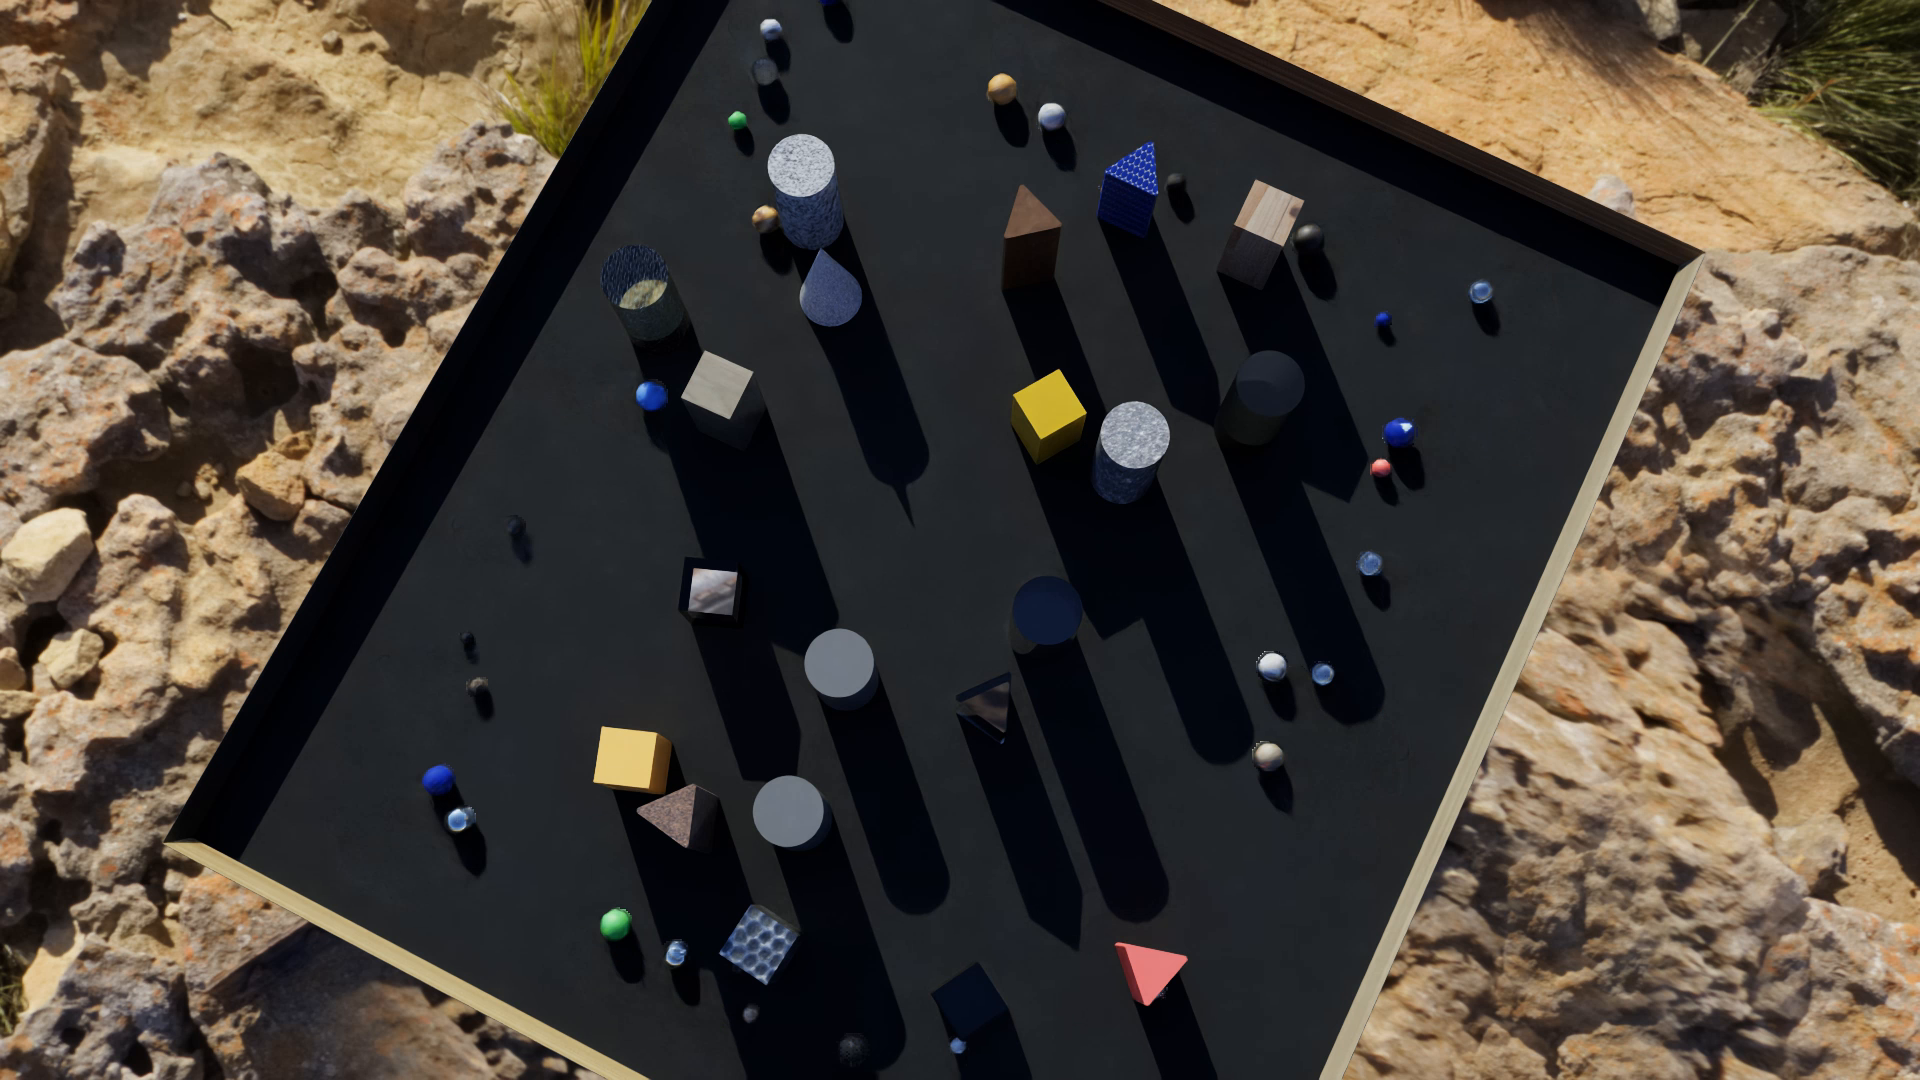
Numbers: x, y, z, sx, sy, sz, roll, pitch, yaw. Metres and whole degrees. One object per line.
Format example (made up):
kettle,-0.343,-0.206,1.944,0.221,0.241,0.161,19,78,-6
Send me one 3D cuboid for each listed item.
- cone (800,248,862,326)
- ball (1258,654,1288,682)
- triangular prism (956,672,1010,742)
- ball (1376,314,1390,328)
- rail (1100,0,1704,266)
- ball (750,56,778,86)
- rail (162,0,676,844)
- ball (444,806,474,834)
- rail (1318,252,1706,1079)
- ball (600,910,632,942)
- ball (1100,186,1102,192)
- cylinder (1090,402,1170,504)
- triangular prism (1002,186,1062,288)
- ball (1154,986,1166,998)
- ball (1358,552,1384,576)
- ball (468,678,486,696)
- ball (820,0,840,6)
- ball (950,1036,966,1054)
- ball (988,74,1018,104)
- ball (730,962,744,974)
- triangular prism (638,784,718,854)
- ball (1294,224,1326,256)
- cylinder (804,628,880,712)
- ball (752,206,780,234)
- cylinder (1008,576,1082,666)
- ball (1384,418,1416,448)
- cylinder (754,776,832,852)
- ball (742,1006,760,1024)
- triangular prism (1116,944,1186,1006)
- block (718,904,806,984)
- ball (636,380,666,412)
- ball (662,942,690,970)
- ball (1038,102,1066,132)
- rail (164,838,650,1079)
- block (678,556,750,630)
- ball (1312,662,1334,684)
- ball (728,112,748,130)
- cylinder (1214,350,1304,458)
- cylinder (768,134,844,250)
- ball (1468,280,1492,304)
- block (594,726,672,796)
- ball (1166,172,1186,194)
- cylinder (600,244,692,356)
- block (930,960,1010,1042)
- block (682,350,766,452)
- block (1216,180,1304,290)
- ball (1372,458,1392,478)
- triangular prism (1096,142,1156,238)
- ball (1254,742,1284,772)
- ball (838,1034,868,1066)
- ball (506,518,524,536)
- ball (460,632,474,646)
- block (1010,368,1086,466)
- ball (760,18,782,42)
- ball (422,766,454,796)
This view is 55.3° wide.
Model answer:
cone,-0.407,-0.811,5.565,0.197,0.430,0.197,0,78,0
ball,0.938,0.381,5.494,0.085,0.085,0.085,0,78,0
triangular prism,0.100,0.468,5.344,0.171,0.344,0.148,35,80,7
ball,1.324,-0.688,5.737,0.043,0.043,0.043,0,78,0
rail,0.813,-1.586,5.878,3.325,0.128,0.045,26,80,5
ball,-0.627,-1.506,5.883,0.089,0.089,0.089,0,78,0
rail,-1.466,-0.711,5.697,0.045,0.128,3.684,26,80,5
ball,-1.477,0.827,5.402,0.085,0.085,0.085,0,78,0
rail,1.466,0.724,5.400,0.045,0.128,3.684,26,80,5
ball,-1.004,1.124,5.338,0.090,0.090,0.090,0,78,0
ball,0.476,-1.108,5.813,0.063,0.063,0.063,0,78,0
cylinder,0.498,-0.253,5.437,0.197,0.454,0.197,0,78,0
triangular prism,0.197,-0.926,5.579,0.171,0.448,0.148,-13,79,-3
ball,0.574,1.307,5.321,0.049,0.049,0.049,0,78,0
ball,1.246,0.073,5.563,0.074,0.074,0.074,0,78,0
ball,-1.447,0.441,5.498,0.053,0.053,0.053,0,78,0
ball,-0.422,-1.774,5.941,0.085,0.085,0.085,0,78,0
ball,-0.005,1.453,5.273,0.047,0.047,0.047,0,78,0
ball,0.136,-1.442,5.866,0.096,0.096,0.096,0,78,0
ball,-0.646,1.240,5.331,0.046,0.046,0.046,0,78,0
triangular prism,-0.765,0.772,5.213,0.171,0.477,0.148,35,80,7
ball,1.097,-0.943,5.761,0.099,0.099,0.099,0,78,0
cylinder,-0.343,0.383,5.363,0.197,0.342,0.197,0,78,0
ball,-0.611,-1.009,5.778,0.088,0.088,0.088,0,78,0
cylinder,0.246,0.240,5.346,0.197,0.432,0.197,0,78,0
ball,1.353,-0.330,5.637,0.093,0.093,0.093,0,78,0
cylinder,-0.478,0.790,5.271,0.197,0.356,0.197,0,78,0
ball,-0.606,1.374,5.306,0.052,0.052,0.052,0,78,0
triangular prism,0.511,1.196,5.194,0.148,0.342,0.171,41,81,8
block,-0.558,1.151,5.220,0.158,0.311,0.158,32,80,6
ball,-0.955,-0.445,5.661,0.094,0.094,0.094,0,78,0
ball,-0.824,1.208,5.327,0.078,0.078,0.078,0,78,0
ball,0.293,-1.350,5.850,0.090,0.090,0.090,0,78,0
rail,-0.813,1.599,5.219,3.325,0.128,0.045,26,80,5
block,-0.730,0.160,5.447,0.158,0.267,0.158,6,78,1
ball,1.089,0.401,5.499,0.067,0.067,0.067,0,78,0
ball,-0.711,-1.340,5.864,0.058,0.058,0.058,0,78,0
cylinder,0.886,-0.399,5.459,0.197,0.470,0.197,0,78,0
cylinder,-0.468,-1.060,5.613,0.197,0.437,0.197,0,78,0
ball,1.631,-0.777,5.741,0.072,0.072,0.072,0,78,0
block,-0.948,0.645,5.334,0.158,0.291,0.158,6,78,1
ball,0.685,-1.132,5.817,0.067,0.067,0.067,0,78,0
cylinder,-0.943,-0.716,5.532,0.197,0.456,0.197,0,78,0
block,0.028,1.304,5.196,0.158,0.296,0.158,-33,80,-6
block,-0.706,-0.413,5.511,0.158,0.375,0.158,24,79,5
block,0.915,-0.928,5.609,0.158,0.390,0.158,25,79,5
ball,1.295,-0.220,5.632,0.060,0.060,0.060,0,78,0
triangular prism,0.544,-1.095,5.662,0.171,0.356,0.148,26,80,5
ball,0.918,0.645,5.439,0.086,0.086,0.086,0,78,0
ball,-0.308,1.468,5.268,0.088,0.088,0.088,0,78,0
ball,-1.359,-0.039,5.596,0.057,0.057,0.057,0,78,0
ball,-1.487,0.298,5.534,0.041,0.041,0.041,0,78,0
block,0.264,-0.368,5.534,0.158,0.312,0.158,-30,80,-6
ball,-0.611,-1.649,5.922,0.070,0.070,0.070,0,78,0
ball,-1.544,0.712,5.424,0.089,0.089,0.089,0,78,0
